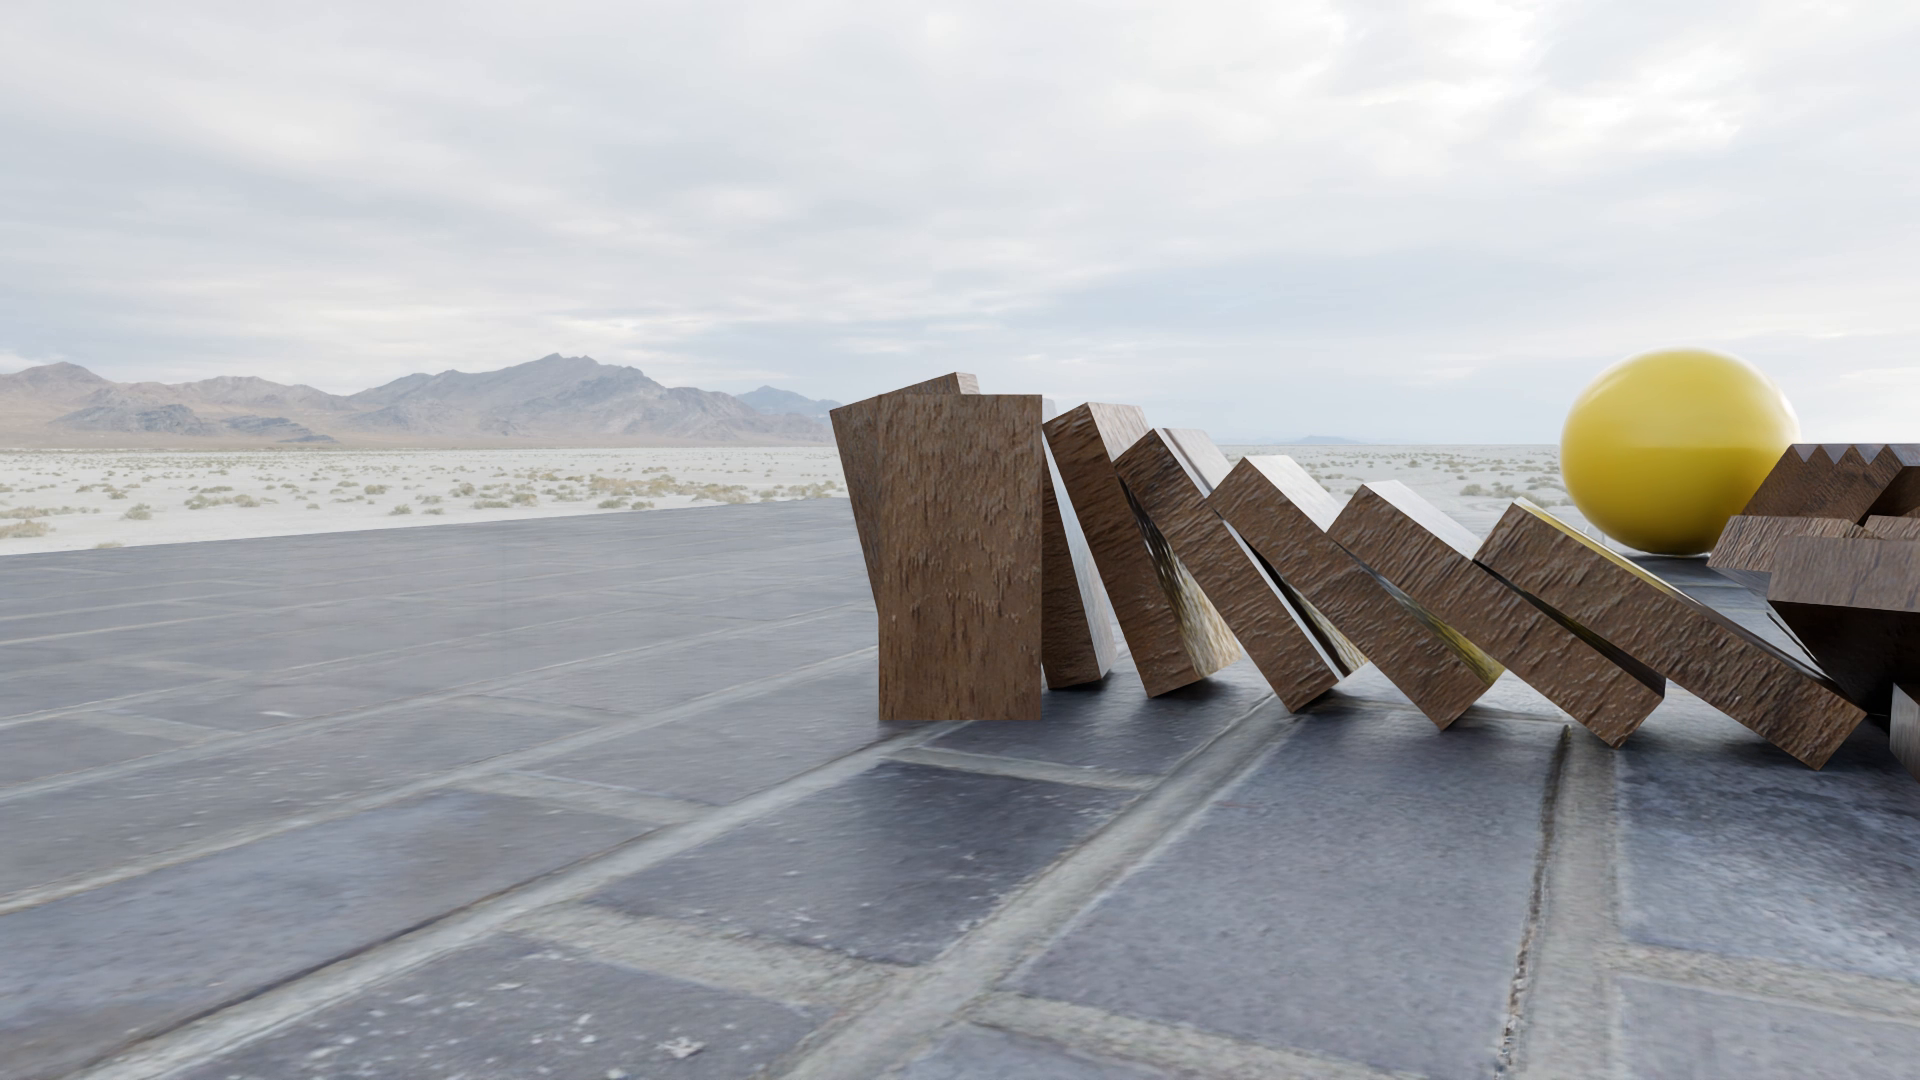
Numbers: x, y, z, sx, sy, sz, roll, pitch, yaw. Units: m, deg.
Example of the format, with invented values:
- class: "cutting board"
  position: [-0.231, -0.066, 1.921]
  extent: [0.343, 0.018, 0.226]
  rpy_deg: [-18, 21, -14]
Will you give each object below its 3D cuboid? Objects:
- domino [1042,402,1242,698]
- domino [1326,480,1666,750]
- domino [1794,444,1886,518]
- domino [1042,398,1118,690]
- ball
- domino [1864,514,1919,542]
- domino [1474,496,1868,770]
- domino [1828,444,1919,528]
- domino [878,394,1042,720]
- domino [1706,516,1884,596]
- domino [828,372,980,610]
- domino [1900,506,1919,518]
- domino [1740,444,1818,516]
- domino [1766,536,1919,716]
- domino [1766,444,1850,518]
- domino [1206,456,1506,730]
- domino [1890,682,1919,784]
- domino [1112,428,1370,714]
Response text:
- class: "domino"
  position: [0.033, 0.001, 0.226]
  extent: [0.009, 0.050, 0.025]
  rpy_deg: [-25, -8, 28]
- class: "domino"
  position: [0.082, 0.010, 0.197]
  extent: [0.050, 0.009, 0.025]
  rpy_deg: [40, 22, 21]
- class: "domino"
  position: [0.283, -0.009, 0.406]
  extent: [0.025, 0.050, 0.010]
  rpy_deg: [0, 48, -4]
- class: "domino"
  position: [0.017, 0.000, 0.232]
  extent: [0.010, 0.050, 0.025]
  rpy_deg: [-14, 1, 14]
- class: "ball"
  position: [0.270, -0.034, 0.484]
  extent: [0.080, 0.080, 0.080]
  rpy_deg: [0, 4, 0]
- class: "domino"
  position: [0.174, 0.012, 0.206]
  extent: [0.050, 0.009, 0.025]
  rpy_deg: [26, 2, -6]
- class: "domino"
  position: [0.100, 0.012, 0.185]
  extent: [0.050, 0.010, 0.025]
  rpy_deg: [36, 18, 19]
- class: "domino"
  position: [0.284, -0.008, 0.393]
  extent: [0.025, 0.050, 0.010]
  rpy_deg: [0, 48, -4]
- class: "domino"
  position: [0.000, 0.002, 0.201]
  extent: [0.025, 0.050, 0.010]
  rpy_deg: [0, 4, 0]
- class: "domino"
  position: [0.151, 0.011, 0.205]
  extent: [0.050, 0.009, 0.025]
  rpy_deg: [26, 0, -6]
- class: "domino"
  position: [-0.004, -0.002, 0.226]
  extent: [0.025, 0.050, 0.009]
  rpy_deg: [-14, -1, 22]
- class: "domino"
  position: [0.286, -0.001, 0.375]
  extent: [0.025, 0.009, 0.050]
  rpy_deg: [0, -23, -4]
- class: "domino"
  position: [0.281, -0.011, 0.432]
  extent: [0.025, 0.050, 0.009]
  rpy_deg: [0, 48, -4]
- class: "domino"
  position: [0.135, 0.014, 0.180]
  extent: [0.050, 0.009, 0.025]
  rpy_deg: [29, -16, -38]
- class: "domino"
  position: [0.282, -0.010, 0.419]
  extent: [0.025, 0.050, 0.009]
  rpy_deg: [0, 48, -4]
- class: "domino"
  position: [0.064, 0.007, 0.207]
  extent: [0.050, 0.009, 0.025]
  rpy_deg: [47, 24, 18]
- class: "domino"
  position: [0.129, 0.027, 0.151]
  extent: [0.025, 0.009, 0.050]
  rpy_deg: [2, 5, 27]
- class: "domino"
  position: [0.048, 0.004, 0.217]
  extent: [0.009, 0.050, 0.025]
  rpy_deg: [-41, -16, 26]
